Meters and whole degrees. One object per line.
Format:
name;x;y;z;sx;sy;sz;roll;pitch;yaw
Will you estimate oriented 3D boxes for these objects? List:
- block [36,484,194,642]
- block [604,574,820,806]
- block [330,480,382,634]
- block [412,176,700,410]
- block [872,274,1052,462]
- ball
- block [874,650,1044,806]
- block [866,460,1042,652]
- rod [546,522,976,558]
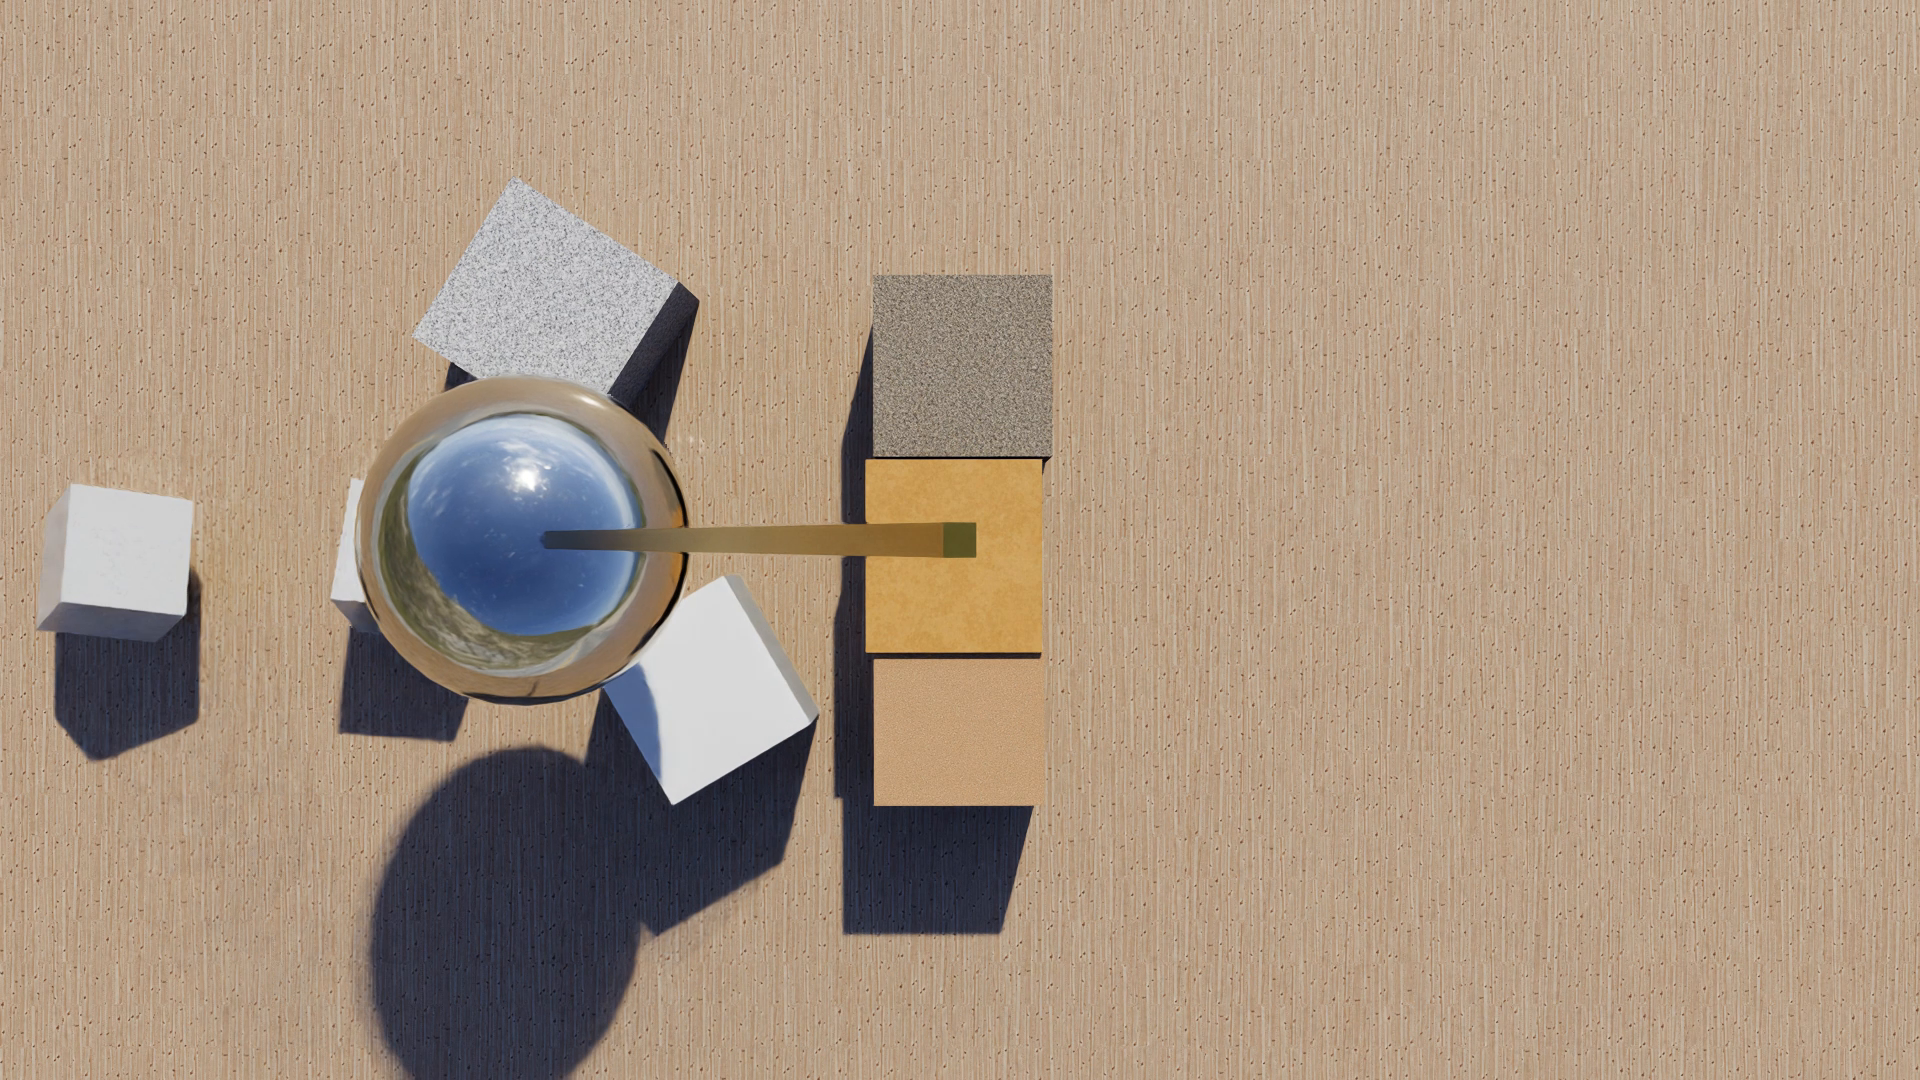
block;-4.793;0.140;12.475;0.662;0.619;0.681;9;69;-32
block;-1.441;0.827;12.520;0.878;0.948;0.946;-30;90;-1
block;-3.109;0.125;12.568;0.696;0.677;0.707;5;72;0
block;-2.267;-1.264;12.504;1.072;0.993;1.039;32;90;0
block;0.016;-0.956;12.524;0.984;0.951;0.995;0;90;0
ball;-2.091;0.000;10.578;1.600;1.600;1.600;0;90;0
block;-0.004;1.038;12.537;0.938;0.926;0.841;0;90;0
block;-0.033;0.087;12.516;0.966;0.969;1.055;0;90;0
rod;-0.906;0.000;7.391;0.080;5.200;0.080;0;90;-20
